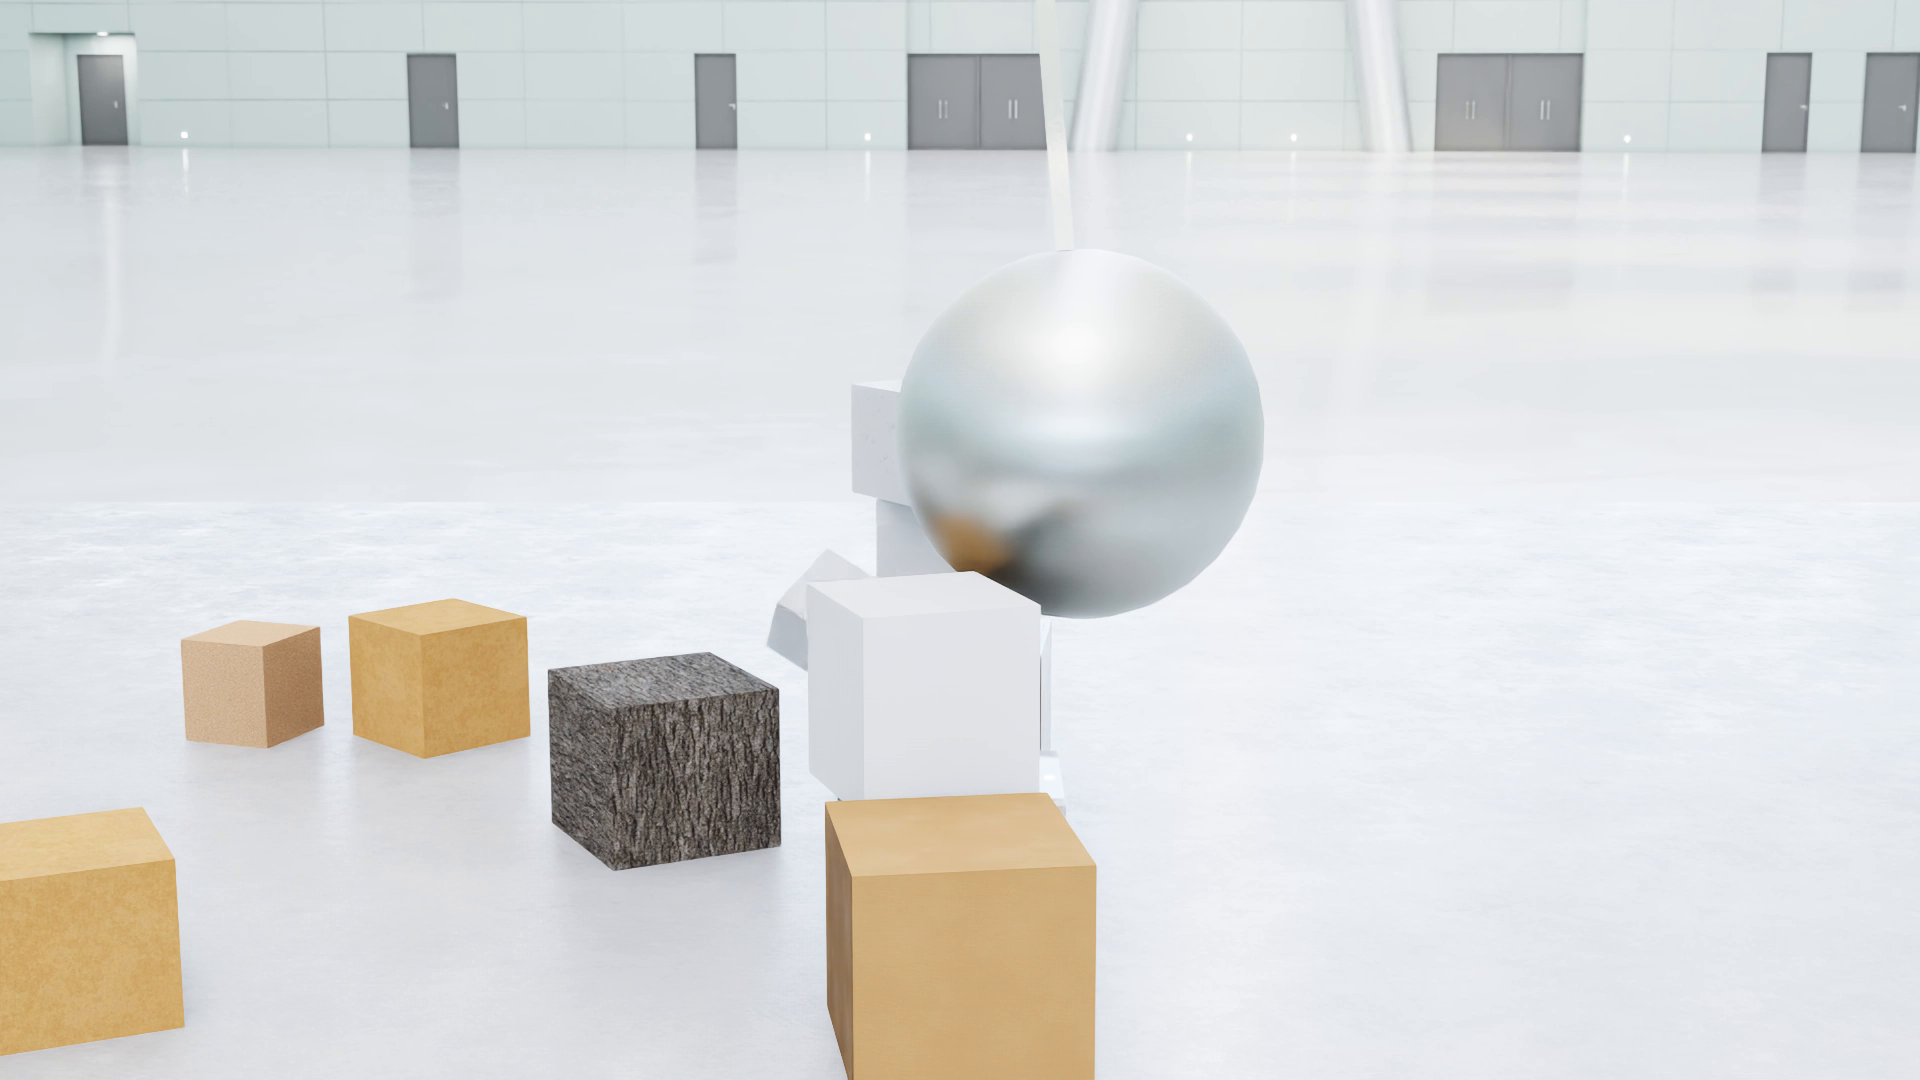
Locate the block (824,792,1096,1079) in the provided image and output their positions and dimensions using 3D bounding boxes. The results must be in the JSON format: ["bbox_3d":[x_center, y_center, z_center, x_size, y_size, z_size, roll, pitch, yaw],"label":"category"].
[{"bbox_3d":[-0.018,1.451,9.336,0.851,0.805,0.928,-2,10,-9],"label":"block"}]

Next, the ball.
[{"bbox_3d":[0.517,-0.457,11.097,1.600,1.600,1.600,0,10,0],"label":"ball"}]

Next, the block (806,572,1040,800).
[{"bbox_3d":[-0.151,0.593,10.082,0.712,0.780,0.723,-4,11,-20],"label":"block"}]

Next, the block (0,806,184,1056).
[{"bbox_3d":[-3.412,1.466,9.678,0.787,0.653,0.764,-5,11,-26],"label":"block"}]

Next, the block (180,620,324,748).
[{"bbox_3d":[-3.799,0.768,13.797,0.511,0.552,0.532,4,11,19],"label":"block"}]

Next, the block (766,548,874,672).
[{"bbox_3d":[-0.678,0.414,13.461,0.437,0.384,0.475,32,50,12],"label":"block"}]

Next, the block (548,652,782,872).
[{"bbox_3d":[-1.381,1.009,11.932,0.815,0.746,0.859,-5,12,-27],"label":"block"}]

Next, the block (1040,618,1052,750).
[{"bbox_3d":[-0.005,0.854,12.662,0.862,0.789,0.835,1,10,5],"label":"block"}]

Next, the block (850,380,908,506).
[{"bbox_3d":[-0.134,-0.490,12.469,0.600,0.534,0.522,-7,13,-34],"label":"block"}]

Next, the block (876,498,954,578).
[{"bbox_3d":[-0.004,0.108,12.616,0.632,0.695,0.619,4,11,19],"label":"block"}]

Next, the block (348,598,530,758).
[{"bbox_3d":[-2.785,0.728,13.731,0.662,0.656,0.697,-10,14,-44],"label":"block"}]

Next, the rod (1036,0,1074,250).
[{"bbox_3d":[0.224,-3.789,10.491,0.080,5.200,0.080,-5,10,1],"label":"rod"}]

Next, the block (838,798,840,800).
[{"bbox_3d":[-0.103,1.111,11.136,0.822,0.831,0.746,0,10,0],"label":"block"}]

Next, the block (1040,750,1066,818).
[{"bbox_3d":[0.007,1.308,10.352,0.800,0.723,0.829,0,10,0],"label":"block"}]
